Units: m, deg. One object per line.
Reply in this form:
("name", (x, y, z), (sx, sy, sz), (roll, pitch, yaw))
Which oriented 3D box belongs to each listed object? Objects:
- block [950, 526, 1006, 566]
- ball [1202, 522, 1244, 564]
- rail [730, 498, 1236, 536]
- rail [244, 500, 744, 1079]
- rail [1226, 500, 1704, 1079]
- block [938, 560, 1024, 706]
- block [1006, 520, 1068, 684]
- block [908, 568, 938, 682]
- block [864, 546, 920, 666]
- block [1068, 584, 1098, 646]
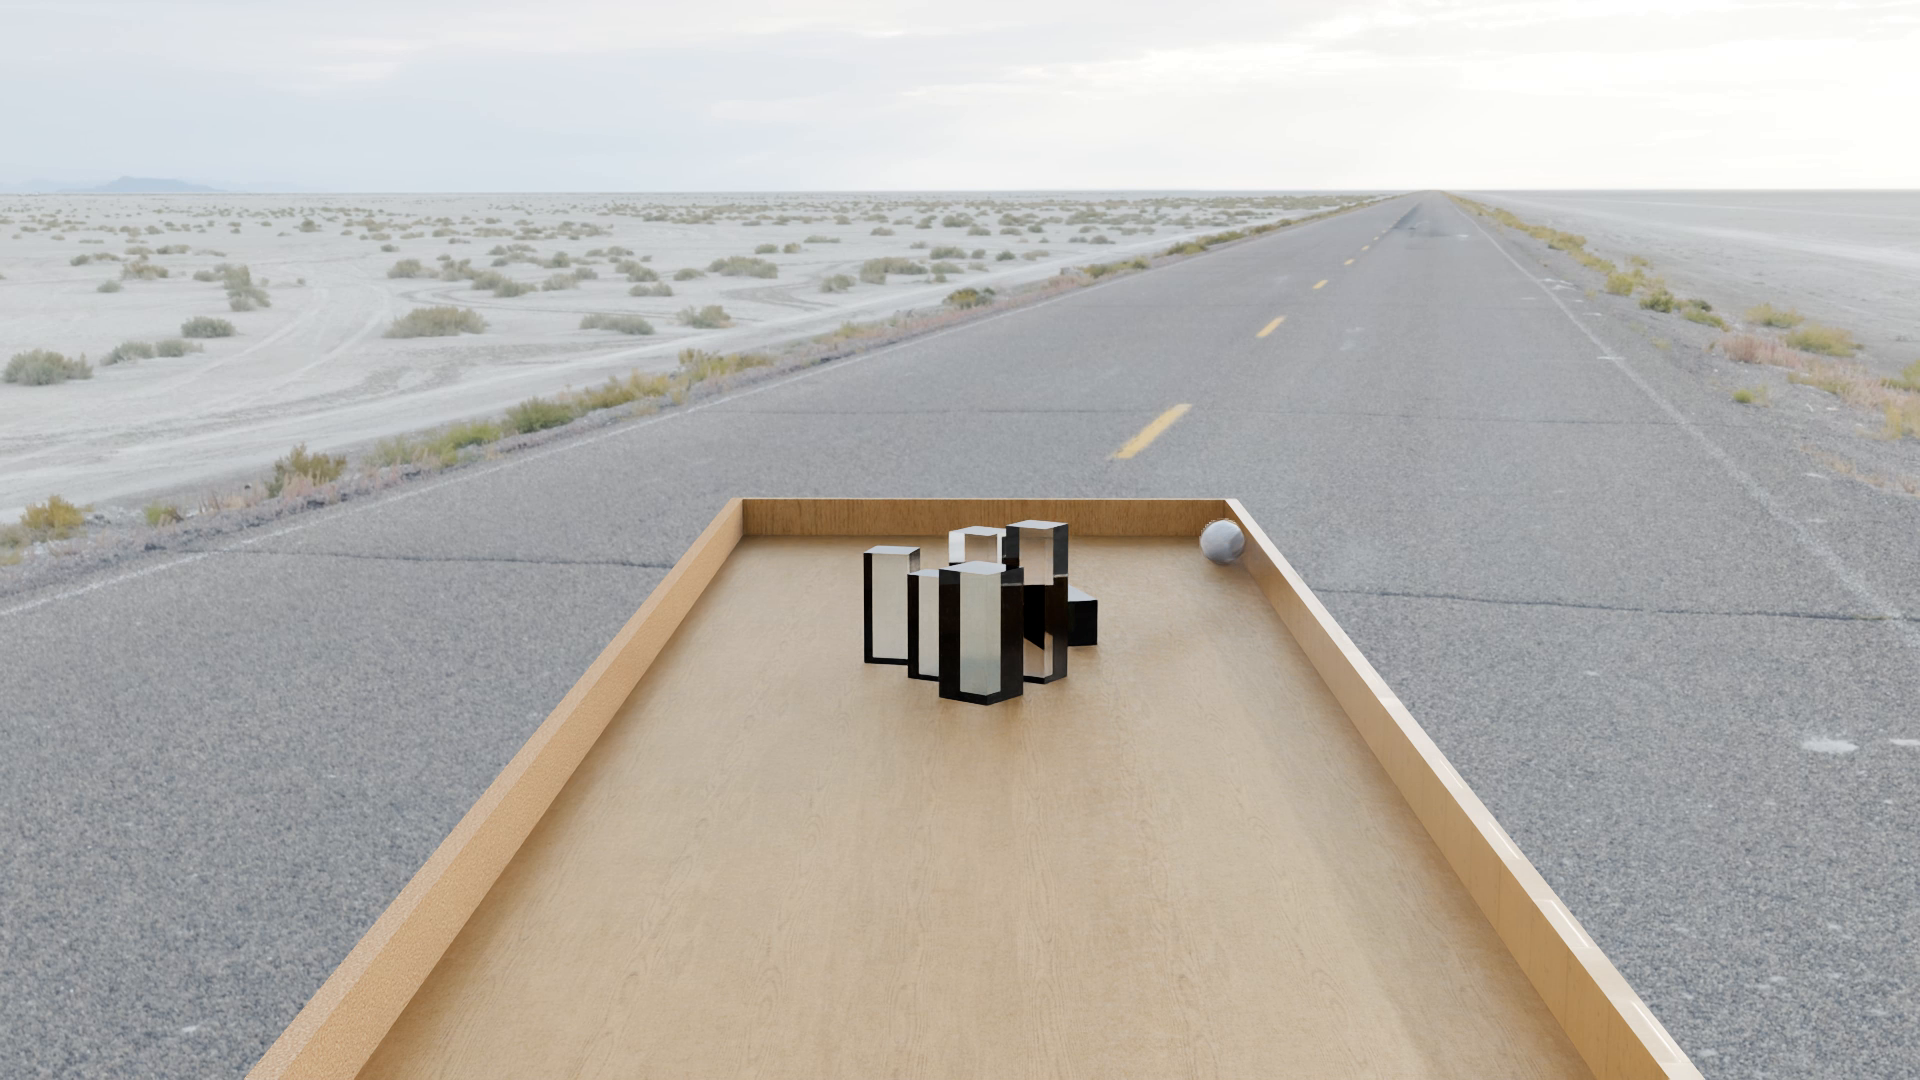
("block", (0.066, 0.169, 6.674), (0.142, 0.398, 0.142), (6, 11, 34))
("ball", (1.007, 0.010, 8.418), (0.165, 0.165, 0.165), (0, 9, 0))
("rail", (0.099, -0.098, 9.147), (2.100, 0.150, 0.050), (0, 9, 1))
("rail", (-1.004, 0.839, 3.234), (0.050, 0.150, 12.000), (0, 9, 1))
("rail", (1.046, 0.843, 3.208), (0.050, 0.150, 12.000), (0, 9, 1))
("block", (0.060, 0.260, 6.193), (0.171, 0.369, 0.171), (7, 11, 37))
("block", (0.225, 0.180, 6.421), (0.133, 0.455, 0.133), (6, 11, 32))
("block", (-0.082, 0.249, 6.448), (0.105, 0.309, 0.105), (5, 10, 30))
("block", (-0.206, 0.198, 6.679), (0.138, 0.339, 0.138), (2, 9, 15))
("block", (0.315, 0.236, 7.059), (0.145, 0.145, 0.350), (-3, 9, -16))
